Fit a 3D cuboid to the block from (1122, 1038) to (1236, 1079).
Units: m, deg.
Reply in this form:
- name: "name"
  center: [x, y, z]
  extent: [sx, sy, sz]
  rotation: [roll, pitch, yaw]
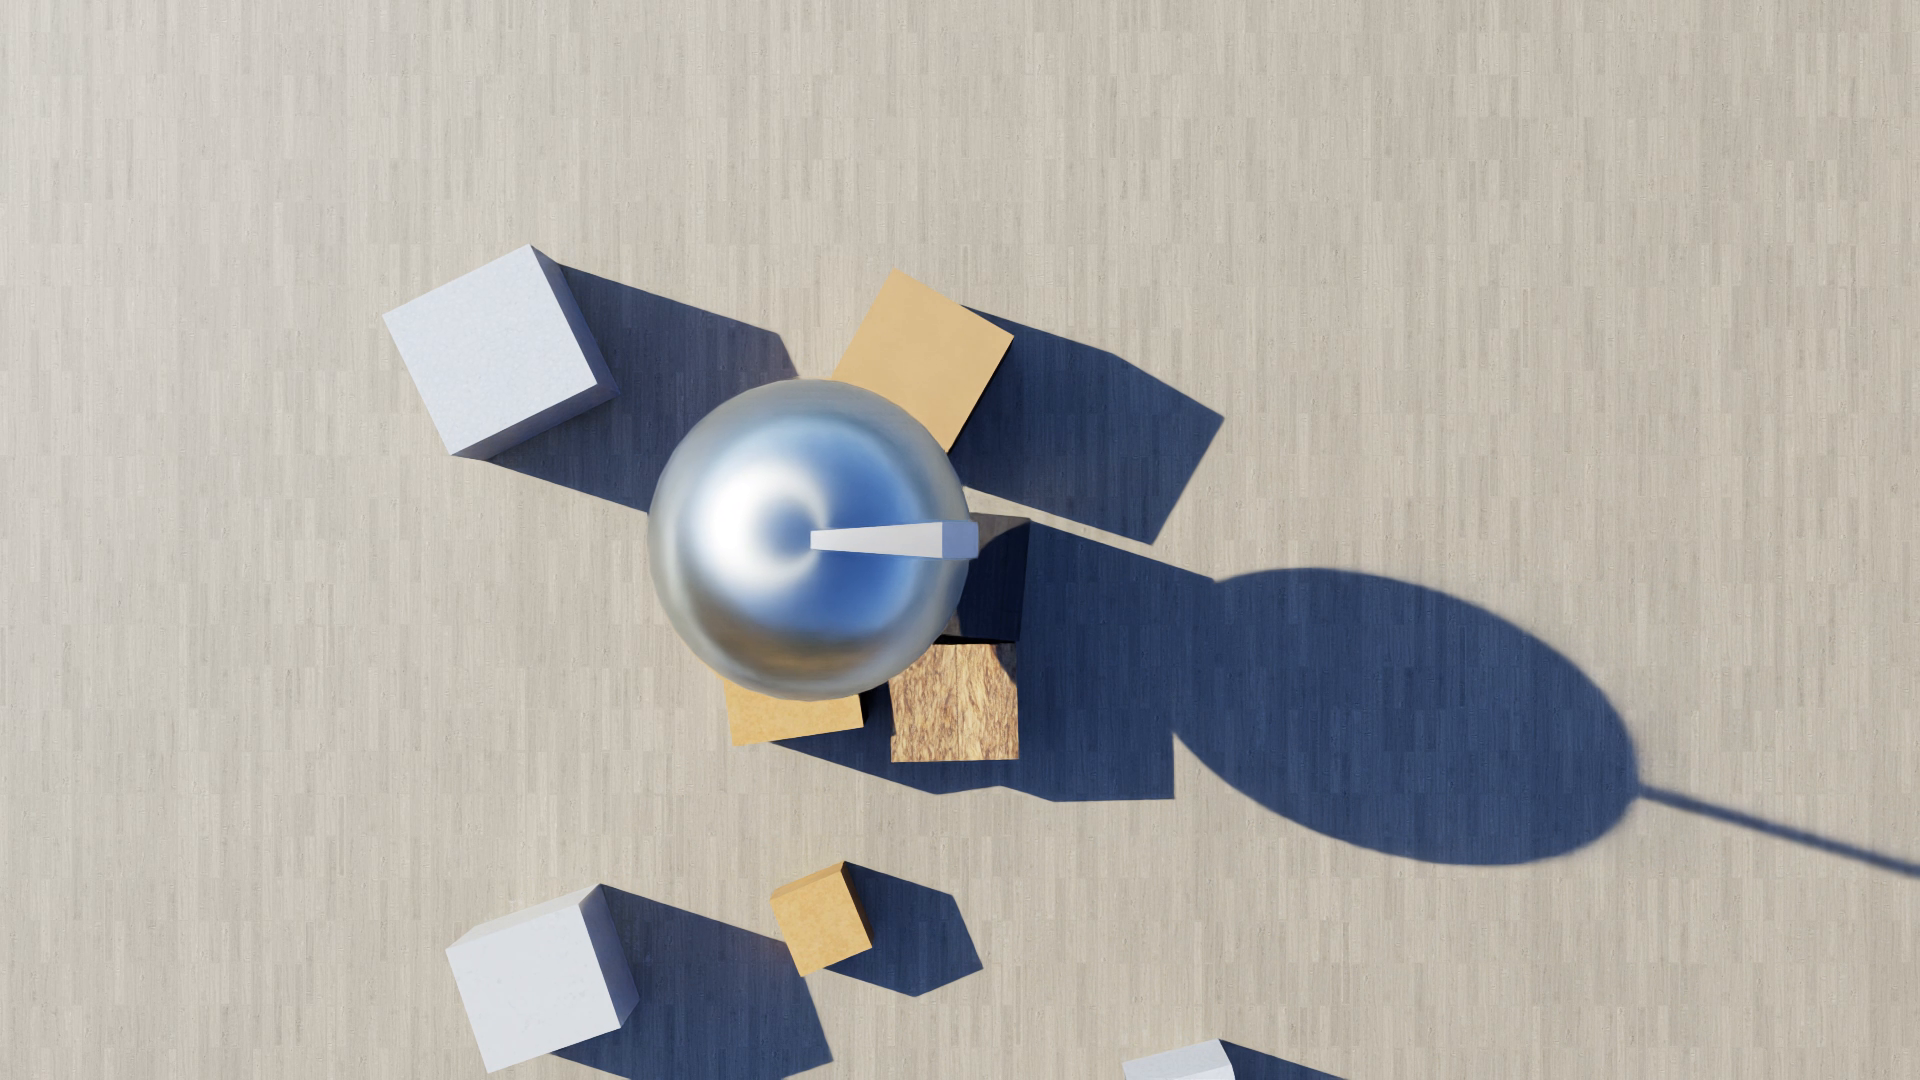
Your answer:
- name: "block"
  center: [1.316, 3.318, 12.673]
  extent: [0.588, 0.655, 0.617]
  rotation: [-14, 90, 0]

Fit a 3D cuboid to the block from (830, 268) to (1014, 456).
- name: "block"
  center: [-0.251, -0.939, 12.586]
  extent: [0.768, 0.829, 0.876]
  rotation: [30, 90, 0]

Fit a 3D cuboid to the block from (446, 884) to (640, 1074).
- name: "block"
  center: [-2.380, 2.500, 12.627]
  extent: [0.783, 0.747, 0.730]
  rotation: [-19, 90, 0]

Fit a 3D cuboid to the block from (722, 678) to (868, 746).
- name: "block"
  center: [-0.959, 0.723, 12.633]
  extent: [0.737, 0.733, 0.758]
  rotation: [-9, 90, 0]

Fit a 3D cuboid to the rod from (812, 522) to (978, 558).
- name: "rod"
  center: [-0.321, 0.000, 7.482]
  extent: [0.080, 5.200, 0.080]
  rotation: [0, 90, -7]

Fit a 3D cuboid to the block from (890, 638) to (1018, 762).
- name: "block"
  center: [-0.036, 0.917, 12.693]
  extent: [0.717, 0.613, 0.653]
  rotation: [-1, 90, 0]

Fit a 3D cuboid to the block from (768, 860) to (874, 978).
- name: "block"
  center: [-0.798, 2.198, 12.790]
  extent: [0.442, 0.421, 0.472]
  rotation: [-23, 90, 0]

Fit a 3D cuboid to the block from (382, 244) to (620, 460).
- name: "block"
  center: [-2.599, -1.053, 12.573]
  extent: [0.905, 0.853, 0.862]
  rotation: [-26, 90, 0]

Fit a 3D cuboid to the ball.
- name: "ball"
  center: [-0.740, 0.000, 10.856]
  extent: [1.600, 1.600, 1.600]
  rotation: [0, 90, 0]

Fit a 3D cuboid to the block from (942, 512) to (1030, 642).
- name: "block"
  center: [-0.012, 0.187, 12.639]
  extent: [0.753, 0.722, 0.694]
  rotation: [5, 90, 0]
